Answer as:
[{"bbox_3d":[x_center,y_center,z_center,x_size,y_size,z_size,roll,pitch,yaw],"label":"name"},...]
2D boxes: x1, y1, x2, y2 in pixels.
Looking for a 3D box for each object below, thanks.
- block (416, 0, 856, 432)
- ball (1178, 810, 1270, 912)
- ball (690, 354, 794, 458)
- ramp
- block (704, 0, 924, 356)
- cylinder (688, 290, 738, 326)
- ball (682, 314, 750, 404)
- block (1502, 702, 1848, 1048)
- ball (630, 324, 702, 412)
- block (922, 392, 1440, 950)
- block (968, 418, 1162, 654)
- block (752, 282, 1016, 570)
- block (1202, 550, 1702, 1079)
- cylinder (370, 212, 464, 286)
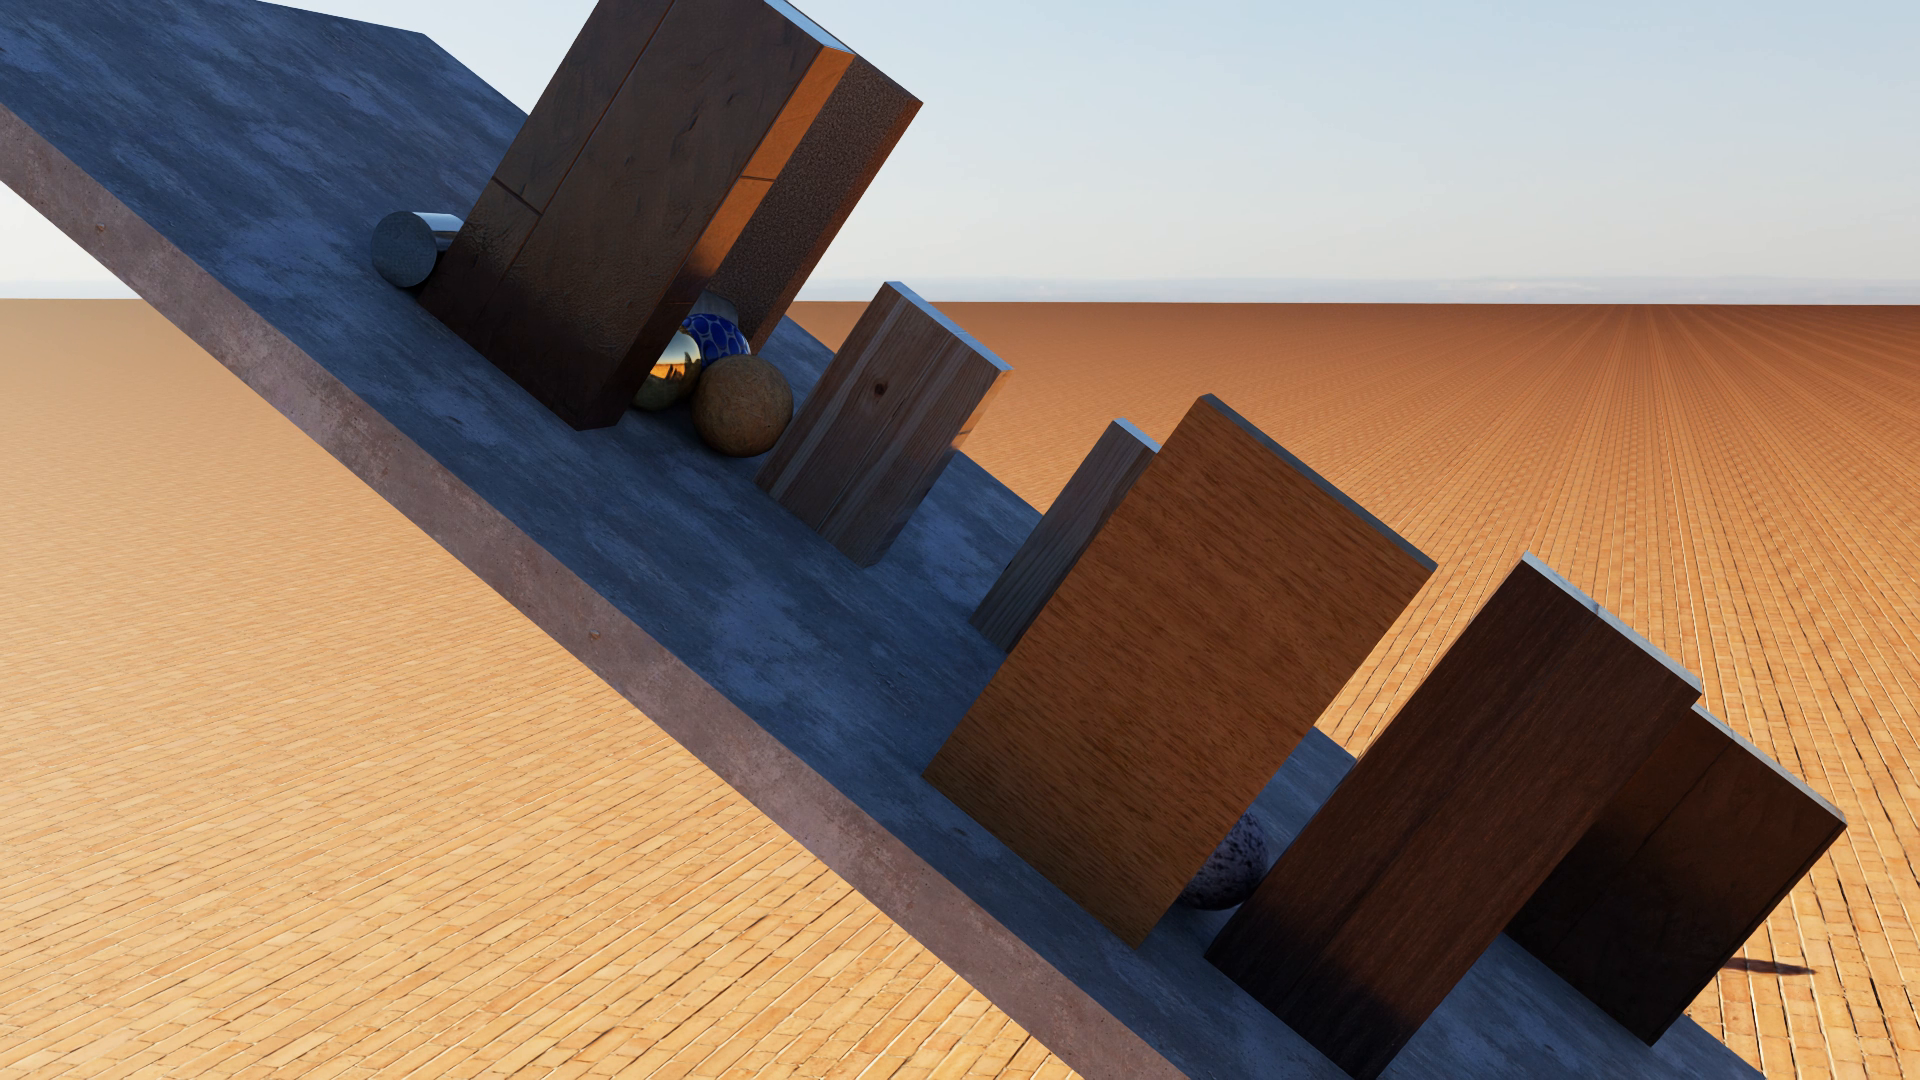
[{"bbox_3d":[-0.544,-0.597,3.652,0.364,0.759,0.146,38,16,10],"label":"block"},{"bbox_3d":[0.401,0.499,3.497,0.180,0.180,0.180,0,7,0],"label":"ball"},{"bbox_3d":[-0.395,-0.243,3.983,0.189,0.189,0.189,0,7,0],"label":"ball"},{"bbox_3d":[-0.075,0.141,4.075,4.000,0.100,2.000,38,16,10],"label":"ramp"},{"bbox_3d":[-0.422,-0.694,4.344,0.385,0.678,0.089,38,16,10],"label":"block"},{"bbox_3d":[-0.543,-0.419,4.248,0.162,0.162,0.162,22,-9,-40],"label":"cylinder"},{"bbox_3d":[-0.479,-0.336,4.115,0.175,0.175,0.175,0,7,0],"label":"ball"},{"bbox_3d":[1.383,0.637,4.382,0.443,0.588,0.117,38,16,10],"label":"block"},{"bbox_3d":[-0.547,-0.316,3.918,0.173,0.173,0.173,0,7,0],"label":"ball"},{"bbox_3d":[0.311,0.195,3.210,0.408,0.710,0.092,38,16,10],"label":"block"},{"bbox_3d":[0.311,0.086,3.989,0.403,0.464,0.085,38,16,10],"label":"block"},{"bbox_3d":[-0.141,-0.206,3.943,0.264,0.441,0.086,38,16,10],"label":"block"},{"bbox_3d":[0.727,0.421,3.289,0.312,0.778,0.118,38,16,10],"label":"block"},{"bbox_3d":[-0.917,-0.496,3.758,0.127,0.127,0.127,2,7,17],"label":"cylinder"}]
